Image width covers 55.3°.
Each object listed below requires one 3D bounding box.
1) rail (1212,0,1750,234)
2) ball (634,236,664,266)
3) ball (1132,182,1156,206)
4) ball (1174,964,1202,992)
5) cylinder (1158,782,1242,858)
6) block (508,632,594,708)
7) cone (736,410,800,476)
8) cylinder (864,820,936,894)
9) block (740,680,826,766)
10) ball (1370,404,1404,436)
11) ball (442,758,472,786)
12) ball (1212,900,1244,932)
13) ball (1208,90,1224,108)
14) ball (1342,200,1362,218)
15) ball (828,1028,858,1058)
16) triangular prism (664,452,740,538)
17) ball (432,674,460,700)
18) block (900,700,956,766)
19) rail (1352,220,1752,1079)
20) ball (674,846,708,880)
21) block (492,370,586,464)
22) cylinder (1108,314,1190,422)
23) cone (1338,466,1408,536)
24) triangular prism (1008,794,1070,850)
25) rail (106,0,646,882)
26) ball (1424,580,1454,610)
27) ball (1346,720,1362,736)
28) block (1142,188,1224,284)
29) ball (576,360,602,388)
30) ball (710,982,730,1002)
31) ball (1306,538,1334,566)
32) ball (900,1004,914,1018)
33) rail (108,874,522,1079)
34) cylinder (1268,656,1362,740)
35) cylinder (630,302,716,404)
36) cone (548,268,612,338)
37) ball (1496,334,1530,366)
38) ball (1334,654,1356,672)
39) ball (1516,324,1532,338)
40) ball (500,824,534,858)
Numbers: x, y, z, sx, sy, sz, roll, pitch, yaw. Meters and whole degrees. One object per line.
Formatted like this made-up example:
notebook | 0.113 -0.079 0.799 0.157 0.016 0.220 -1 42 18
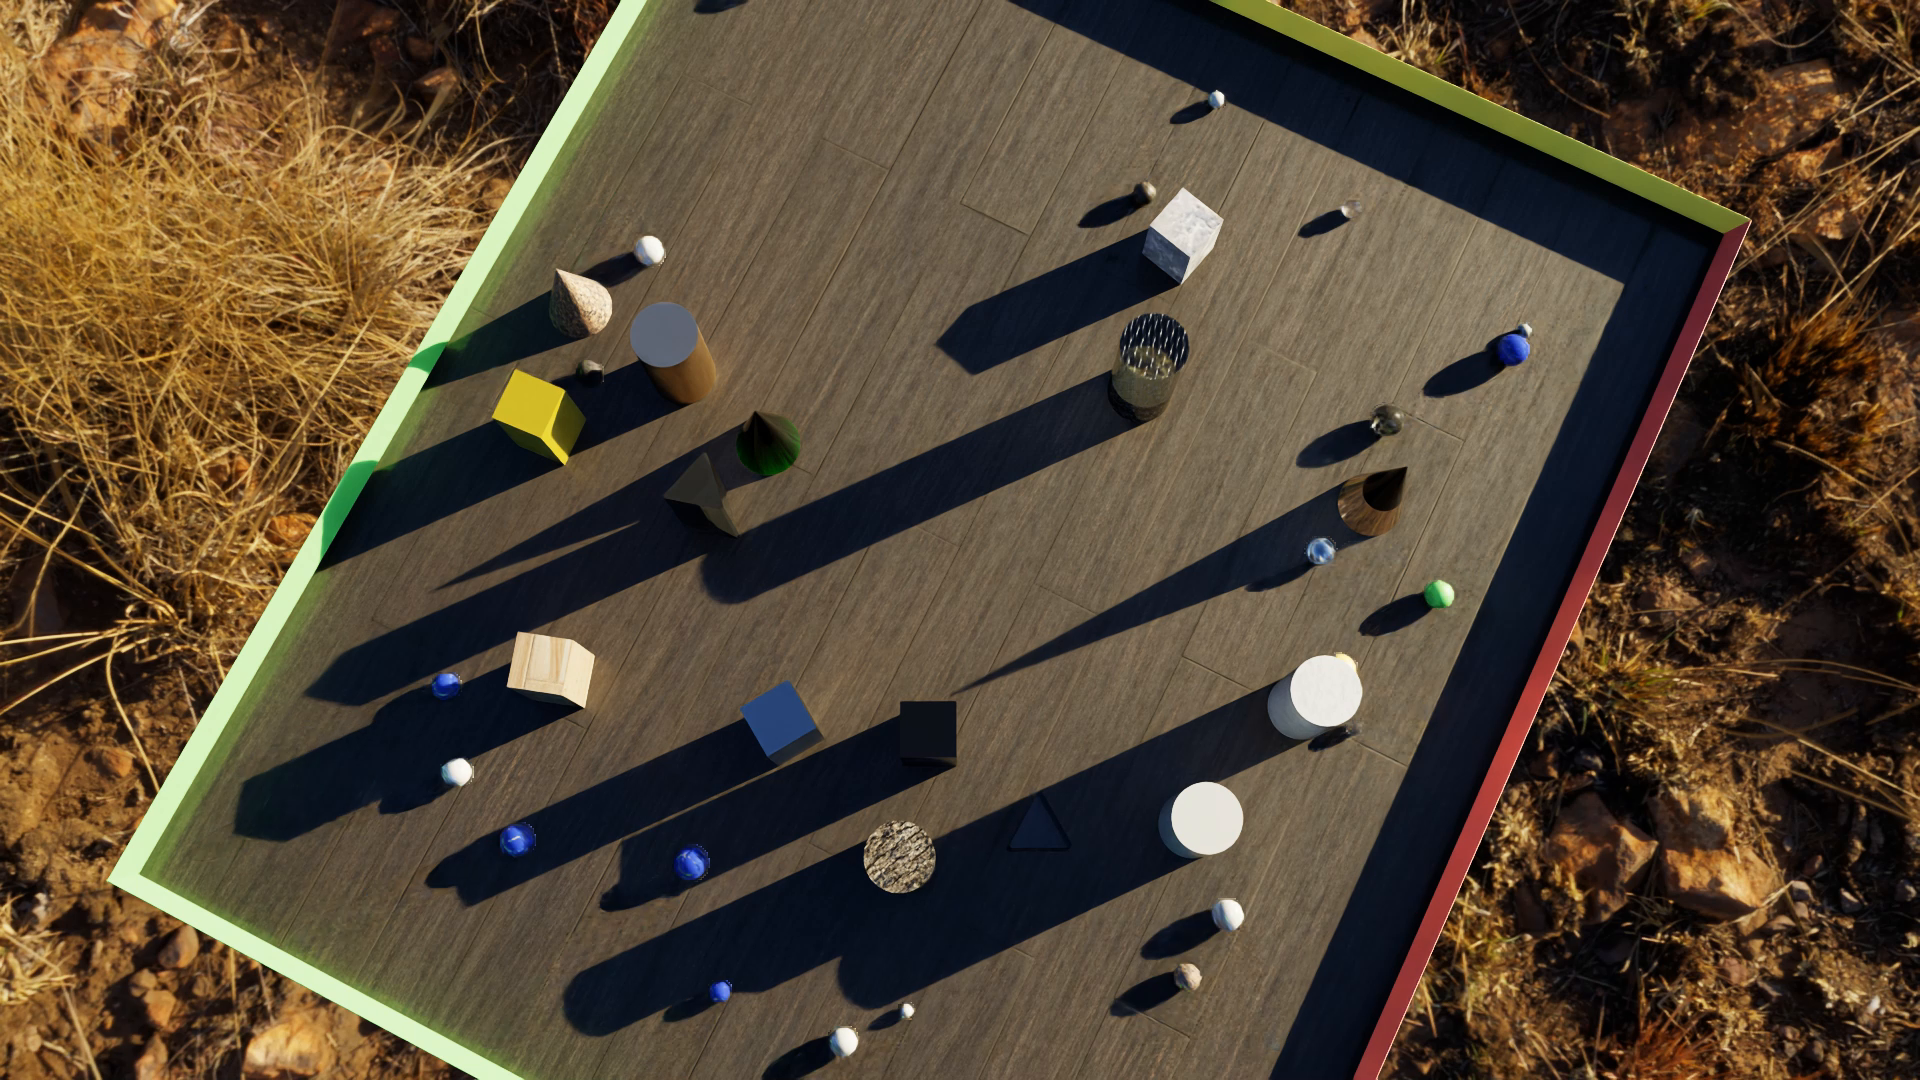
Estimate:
rail | 0.885 -1.727 5.907 3.498 0.130 0.045 26 80 5
ball | -0.978 -0.909 5.758 0.091 0.091 0.091 0 78 0
ball | 0.584 -1.098 5.806 0.074 0.074 0.074 0 78 0
ball | 0.658 1.268 5.313 0.081 0.081 0.081 0 78 0
cylinder | 0.688 0.809 5.271 0.200 0.348 0.200 0 78 0
block | -1.196 0.384 5.373 0.160 0.321 0.160 8 78 2
cone | -0.593 -0.336 5.492 0.200 0.379 0.200 0 78 0
cylinder | -0.169 0.915 5.261 0.200 0.325 0.200 0 78 0
block | -0.514 0.536 5.335 0.160 0.334 0.160 -30 80 -6
ball | 1.316 -0.367 5.642 0.100 0.100 0.100 0 78 0
ball | -1.492 0.688 5.430 0.086 0.086 0.086 0 78 0
ball | 0.781 1.094 5.344 0.091 0.091 0.091 0 78 0
ball | 0.823 -1.414 5.882 0.054 0.054 0.054 0 78 0
ball | 1.241 -1.048 5.803 0.061 0.061 0.061 0 78 0
ball | -0.337 1.445 5.275 0.084 0.084 0.084 0 78 0
triangular prism | -0.745 -0.136 5.433 0.173 0.415 0.150 11 79 2
ball | -1.540 0.438 5.485 0.080 0.080 0.080 0 78 0
block | -0.090 0.567 5.343 0.160 0.306 0.160 0 78 0
rail | 1.543 0.762 5.391 0.045 0.130 4.007 26 80 5
ball | -0.791 0.947 5.371 0.098 0.098 0.098 0 78 0
block | -1.264 -0.367 5.526 0.160 0.327 0.160 22 79 5
cylinder | 0.559 -0.510 5.487 0.200 0.460 0.200 0 78 0
cone | 1.262 -0.159 5.403 0.200 0.482 0.200 0 78 0
triangular prism | 0.225 0.814 5.282 0.173 0.325 0.150 0 78 0
rail | -1.543 -0.749 5.704 0.045 0.130 4.007 26 80 5
ball | 1.447 0.166 5.539 0.086 0.086 0.086 0 78 0
ball | 1.177 0.560 5.476 0.049 0.049 0.049 0 78 0
block | 0.689 -0.941 5.688 0.160 0.242 0.160 40 81 8
ball | -1.151 -0.515 5.681 0.082 0.082 0.082 0 78 0
ball | -0.697 1.311 5.314 0.061 0.061 0.061 0 78 0
ball | 1.096 0.035 5.567 0.084 0.084 0.084 0 78 0
ball | -0.156 1.367 5.313 0.041 0.041 0.041 0 78 0
rail | -0.885 1.741 5.189 3.498 0.130 0.045 26 80 5
cylinder | 1.025 0.462 5.321 0.200 0.392 0.200 0 78 0
cylinder | -0.862 -0.559 5.531 0.200 0.395 0.200 0 78 0
cone | -1.195 -0.766 5.593 0.200 0.357 0.200 0 78 0
ball | 1.717 -0.589 5.688 0.098 0.098 0.098 0 78 0
ball | 1.140 0.388 5.490 0.091 0.091 0.091 0 78 0
ball | 1.763 -0.654 5.730 0.044 0.044 0.044 0 78 0
ball | -1.303 0.883 5.384 0.098 0.098 0.098 0 78 0
